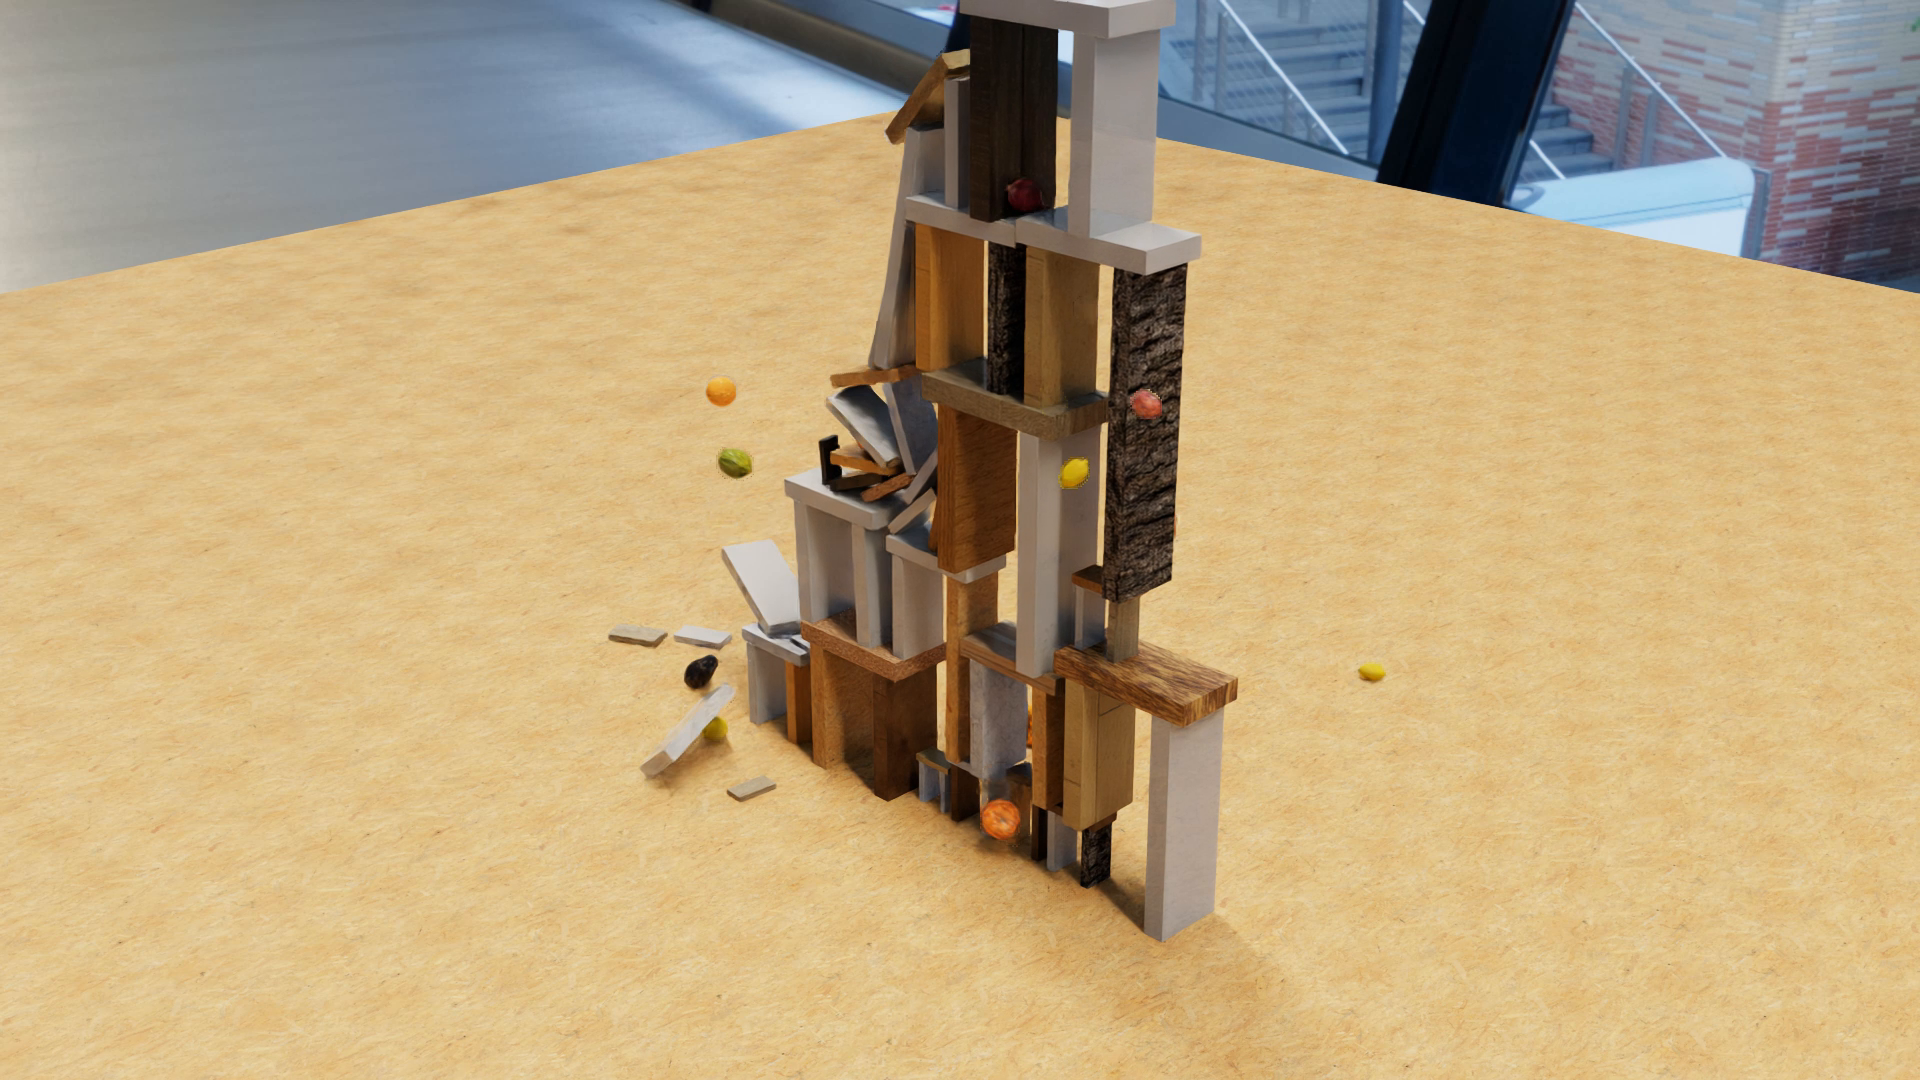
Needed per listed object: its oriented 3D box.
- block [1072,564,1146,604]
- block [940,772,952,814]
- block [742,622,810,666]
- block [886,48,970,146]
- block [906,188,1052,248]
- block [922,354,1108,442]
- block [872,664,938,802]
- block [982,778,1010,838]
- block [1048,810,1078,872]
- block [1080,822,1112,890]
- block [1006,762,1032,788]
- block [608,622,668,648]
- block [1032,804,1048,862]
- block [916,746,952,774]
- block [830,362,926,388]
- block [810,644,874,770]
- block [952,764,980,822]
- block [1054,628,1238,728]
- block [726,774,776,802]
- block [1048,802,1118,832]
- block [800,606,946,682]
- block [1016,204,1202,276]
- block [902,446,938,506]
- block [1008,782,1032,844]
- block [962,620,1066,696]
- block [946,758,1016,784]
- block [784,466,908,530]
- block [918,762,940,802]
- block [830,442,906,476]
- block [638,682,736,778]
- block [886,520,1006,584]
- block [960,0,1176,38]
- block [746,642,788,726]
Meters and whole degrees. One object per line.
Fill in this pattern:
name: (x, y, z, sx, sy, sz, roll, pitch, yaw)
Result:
block: (0.269, 0.078, 3.962, 0.125, 0.018, 0.063, 21, 31, 39)
block: (-0.019, 0.504, 4.456, 0.013, 0.092, 0.046, 21, 31, 41)
block: (-0.370, 0.215, 4.722, 0.097, 0.027, 0.194, -21, 31, -40)
block: (-0.036, -0.794, 3.930, 0.113, 0.226, 0.032, -21, 75, -37)
block: (0.047, -0.580, 3.929, 0.138, 0.039, 0.276, -21, 31, -40)
block: (0.103, -0.261, 3.995, 0.165, 0.047, 0.329, -21, 31, -40)
block: (-0.111, 0.380, 4.501, 0.040, 0.283, 0.142, 21, 31, 41)
block: (0.072, 0.522, 4.367, 0.018, 0.129, 0.064, 21, 31, 41)
block: (0.198, 0.570, 4.250, 0.065, 0.130, 0.018, -21, 31, -41)
block: (0.260, 0.594, 4.193, 0.018, 0.130, 0.065, 22, 31, 41)
block: (0.157, 0.467, 4.305, 0.126, 0.018, 0.063, 15, 21, 37)
block: (-0.763, 0.226, 5.204, 0.123, 0.017, 0.062, 8, 26, 18)
block: (0.168, 0.558, 4.285, 0.063, 0.126, 0.018, -21, 31, -40)
block: (-0.041, 0.447, 4.456, 0.092, 0.013, 0.046, 21, 31, 41)
block: (-0.154, -0.322, 4.242, 0.181, 0.026, 0.090, -2, 14, 42)
block: (-0.245, 0.328, 4.625, 0.142, 0.283, 0.040, -21, 31, -40)
block: (0.011, 0.498, 4.423, 0.018, 0.129, 0.064, 21, 31, 41)
block: (0.333, 0.244, 3.969, 0.304, 0.043, 0.152, 21, 31, 40)
block: (-0.429, 0.513, 4.535, 0.093, 0.013, 0.046, -19, 29, -37)
block: (0.229, 0.514, 4.192, 0.065, 0.018, 0.131, -21, 31, -40)
block: (-0.178, 0.205, 4.500, 0.283, 0.040, 0.142, 21, 31, 41)
block: (0.251, -0.512, 3.734, 0.290, 0.041, 0.145, 21, 31, 40)
block: (-0.040, -0.135, 4.211, 0.084, 0.168, 0.024, -22, 68, -41)
block: (0.119, 0.529, 4.342, 0.018, 0.126, 0.063, 10, 18, 28)
block: (0.133, 0.222, 4.176, 0.124, 0.035, 0.248, -21, 31, -40)
block: (0.042, 0.442, 4.366, 0.064, 0.018, 0.129, -21, 31, -41)
block: (-0.217, -0.089, 4.421, 0.131, 0.037, 0.262, -21, 31, -41)
block: (-0.063, 0.487, 4.496, 0.013, 0.092, 0.046, 21, 31, 41)
block: (-0.172, -0.159, 4.315, 0.158, 0.022, 0.079, 13, 25, 39)
block: (-0.573, 0.399, 4.619, 0.116, 0.033, 0.232, -35, 11, 47)
block: (-0.028, 0.022, 4.271, 0.221, 0.031, 0.111, 22, 31, 40)
block: (0.176, -0.890, 3.656, 0.334, 0.047, 0.167, 21, 31, 40)
block: (-0.417, 0.299, 4.808, 0.027, 0.194, 0.097, 21, 31, 41)
